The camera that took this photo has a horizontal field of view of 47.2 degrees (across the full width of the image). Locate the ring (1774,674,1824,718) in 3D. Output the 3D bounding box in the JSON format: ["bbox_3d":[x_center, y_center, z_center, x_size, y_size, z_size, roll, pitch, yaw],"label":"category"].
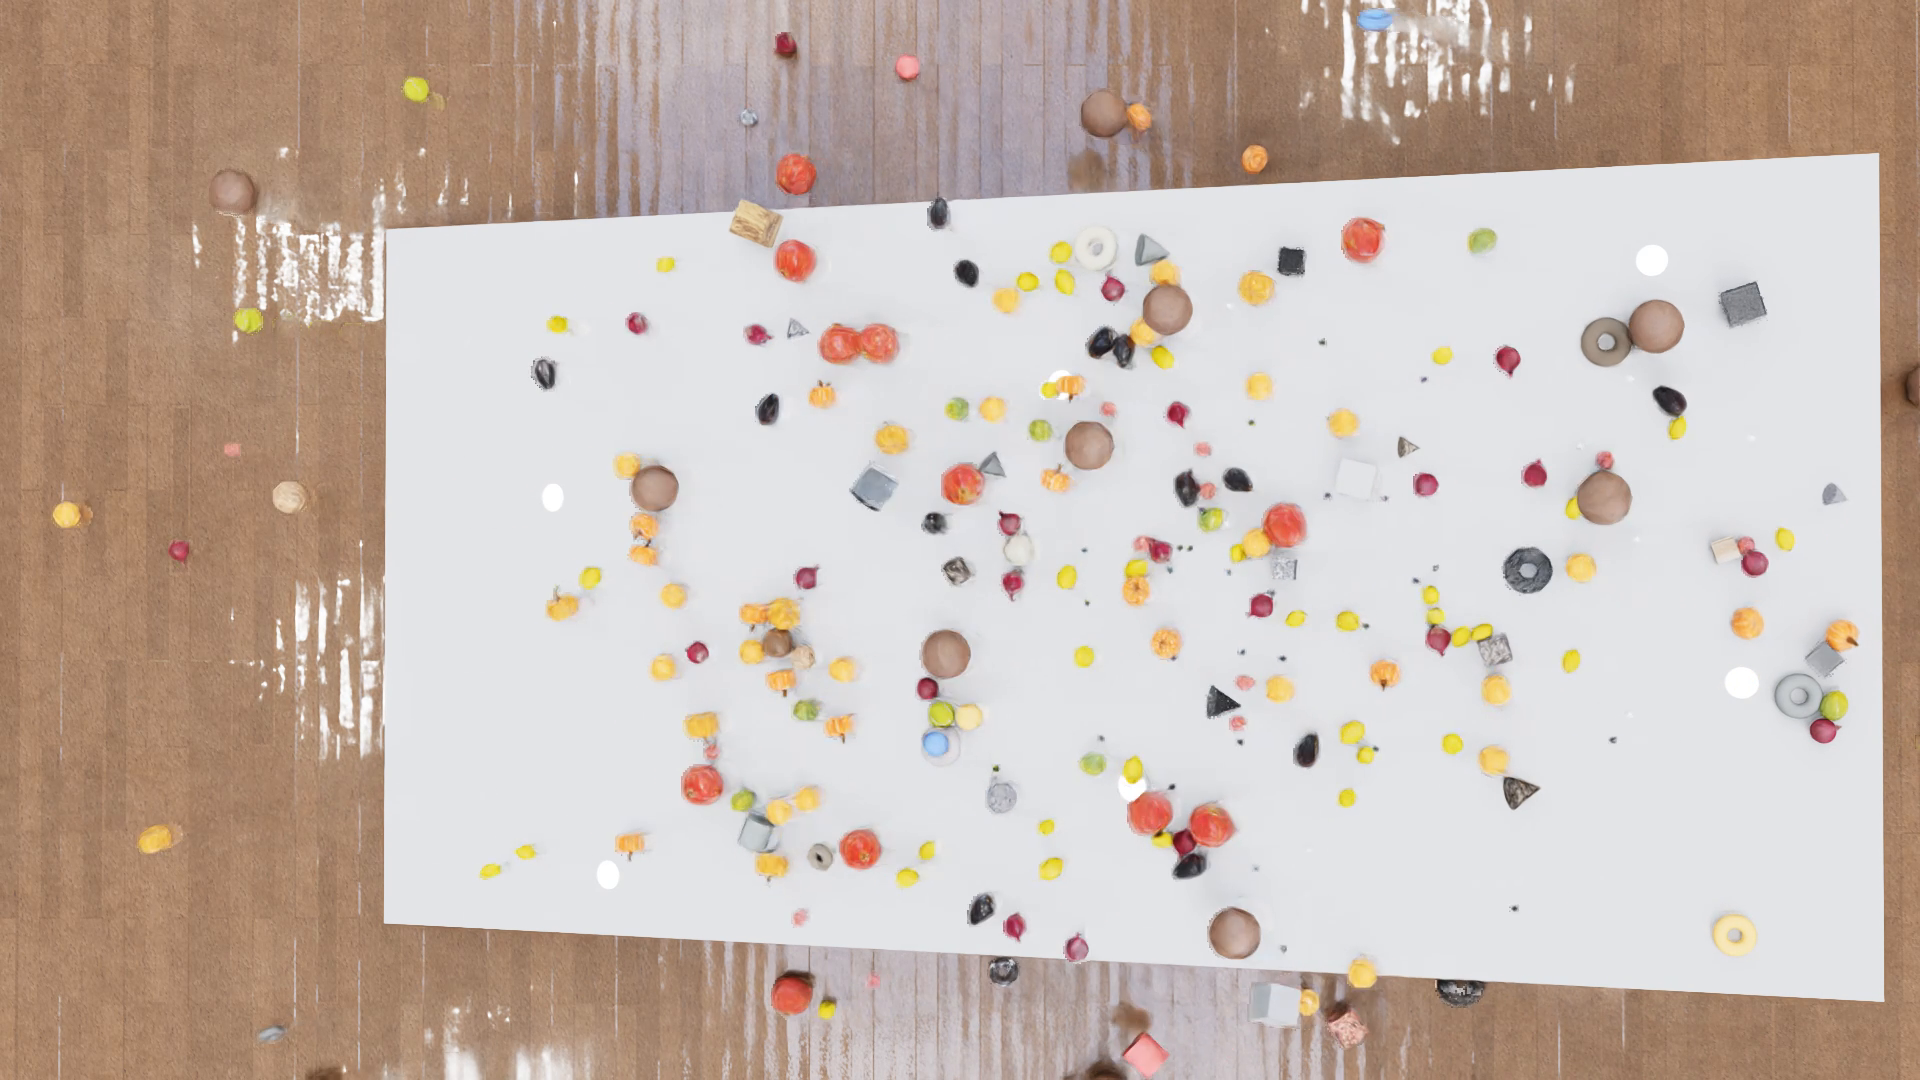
[{"bbox_3d":[1.989,0.370,5.216,0.109,0.036,0.109,0,91,17],"label":"ring"}]

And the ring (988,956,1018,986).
[{"bbox_3d":[0.127,1.258,6.406,0.087,0.029,0.087,0,90,0],"label":"ring"}]

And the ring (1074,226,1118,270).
[{"bbox_3d":[0.354,-0.759,5.725,0.117,0.039,0.117,-1,88,18],"label":"ring"}]

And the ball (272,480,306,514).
[{"bbox_3d":[-1.950,-0.125,6.393,0.094,0.094,0.094,0,89,0],"label":"ball"}]

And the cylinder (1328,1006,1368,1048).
[{"bbox_3d":[1.123,1.411,6.375,0.085,0.085,0.085,-34,89,0],"label":"cylinder"}]

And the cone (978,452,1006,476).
[{"bbox_3d":[0.097,-0.187,5.799,0.067,0.067,0.067,37,89,-17],"label":"cone"}]

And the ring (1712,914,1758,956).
[{"bbox_3d":[1.851,0.944,5.251,0.101,0.034,0.101,0,89,16],"label":"ring"}]

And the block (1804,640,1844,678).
[{"bbox_3d":[2.039,0.281,5.190,0.060,0.060,0.060,-46,78,11],"label":"block"}]

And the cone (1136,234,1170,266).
[{"bbox_3d":[0.506,-0.744,5.679,0.087,0.087,0.087,7,89,-10],"label":"cone"}]

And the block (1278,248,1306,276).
[{"bbox_3d":[0.841,-0.703,5.566,0.060,0.060,0.060,6,91,17],"label":"block"}]

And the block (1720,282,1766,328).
[{"bbox_3d":[1.867,-0.560,5.242,0.082,0.082,0.082,-18,84,16],"label":"block"}]

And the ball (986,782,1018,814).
[{"bbox_3d":[0.109,0.676,5.756,0.081,0.081,0.081,0,89,0],"label":"ball"}]

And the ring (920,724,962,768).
[{"bbox_3d":[-0.050,0.546,5.830,0.112,0.037,0.112,0,90,16],"label":"ring"}]

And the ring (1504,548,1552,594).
[{"bbox_3d":[1.393,0.074,5.393,0.116,0.039,0.116,-3,78,14],"label":"ring"}]

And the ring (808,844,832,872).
[{"bbox_3d":[-0.377,0.856,5.923,0.075,0.025,0.075,5,101,28],"label":"ring"}]

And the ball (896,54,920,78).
[{"bbox_3d":[-0.153,-1.382,6.423,0.070,0.070,0.070,0,89,0],"label":"ball"}]

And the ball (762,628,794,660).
[{"bbox_3d":[-0.492,0.279,5.942,0.086,0.086,0.086,0,89,0],"label":"ball"}]

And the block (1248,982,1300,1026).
[{"bbox_3d":[0.810,1.196,5.661,0.090,0.090,0.090,18,70,-22],"label":"block"}]

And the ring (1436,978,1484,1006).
[{"bbox_3d":[1.452,1.282,6.380,0.139,0.046,0.139,-4,78,20],"label":"ring"}]

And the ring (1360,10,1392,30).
[{"bbox_3d":[1.214,-1.519,6.418,0.097,0.097,0.032,-8,126,0],"label":"ring"}]

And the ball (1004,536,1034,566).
[{"bbox_3d":[0.154,0.028,5.752,0.081,0.081,0.081,0,89,0],"label":"ball"}]

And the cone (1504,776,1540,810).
[{"bbox_3d":[1.389,0.614,5.393,0.083,0.083,0.083,-9,89,-10],"label":"cone"}]

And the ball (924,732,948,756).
[{"bbox_3d":[-0.063,0.536,5.780,0.066,0.066,0.066,0,89,0],"label":"ball"}]

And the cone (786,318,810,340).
[{"bbox_3d":[-0.433,-0.568,5.966,0.061,0.061,0.061,11,89,-10],"label":"cone"}]

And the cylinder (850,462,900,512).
[{"bbox_3d":[-0.225,-0.140,5.861,0.096,0.096,0.096,36,99,0],"label":"cylinder"}]

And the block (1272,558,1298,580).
[{"bbox_3d":[0.822,0.073,5.564,0.054,0.054,0.054,4,90,17],"label":"block"}]

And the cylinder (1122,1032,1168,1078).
[{"bbox_3d":[0.522,1.447,6.178,0.093,0.093,0.093,42,89,6],"label":"cylinder"}]

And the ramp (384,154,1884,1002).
[{"bbox_3d":[0.272,0.095,5.810,4.000,0.100,2.000,0,89,17],"label":"ramp"}]

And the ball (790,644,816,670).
[{"bbox_3d":[-0.424,0.316,5.930,0.067,0.067,0.067,0,89,0],"label":"ball"}]

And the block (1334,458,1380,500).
[{"bbox_3d":[0.994,-0.151,5.498,0.086,0.086,0.086,14,93,17],"label":"block"}]

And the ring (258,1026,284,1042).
[{"bbox_3d":[-1.984,1.424,6.335,0.075,0.075,0.025,-26,69,0],"label":"ring"}]

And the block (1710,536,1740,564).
[{"bbox_3d":[1.830,0.024,5.260,0.054,0.054,0.054,-21,83,16],"label":"block"}]

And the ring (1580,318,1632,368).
[{"bbox_3d":[1.573,-0.481,5.352,0.121,0.040,0.121,0,89,16],"label":"ring"}]

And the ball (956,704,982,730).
[{"bbox_3d":[0.025,0.466,5.791,0.070,0.070,0.070,0,89,0],"label":"ball"}]

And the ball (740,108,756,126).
[{"bbox_3d":[-0.619,-1.235,6.431,0.050,0.050,0.050,0,89,0],"label":"ball"}]

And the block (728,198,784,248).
[{"bbox_3d":[-0.553,-0.858,5.971,0.095,0.095,0.095,24,96,16],"label":"block"}]
